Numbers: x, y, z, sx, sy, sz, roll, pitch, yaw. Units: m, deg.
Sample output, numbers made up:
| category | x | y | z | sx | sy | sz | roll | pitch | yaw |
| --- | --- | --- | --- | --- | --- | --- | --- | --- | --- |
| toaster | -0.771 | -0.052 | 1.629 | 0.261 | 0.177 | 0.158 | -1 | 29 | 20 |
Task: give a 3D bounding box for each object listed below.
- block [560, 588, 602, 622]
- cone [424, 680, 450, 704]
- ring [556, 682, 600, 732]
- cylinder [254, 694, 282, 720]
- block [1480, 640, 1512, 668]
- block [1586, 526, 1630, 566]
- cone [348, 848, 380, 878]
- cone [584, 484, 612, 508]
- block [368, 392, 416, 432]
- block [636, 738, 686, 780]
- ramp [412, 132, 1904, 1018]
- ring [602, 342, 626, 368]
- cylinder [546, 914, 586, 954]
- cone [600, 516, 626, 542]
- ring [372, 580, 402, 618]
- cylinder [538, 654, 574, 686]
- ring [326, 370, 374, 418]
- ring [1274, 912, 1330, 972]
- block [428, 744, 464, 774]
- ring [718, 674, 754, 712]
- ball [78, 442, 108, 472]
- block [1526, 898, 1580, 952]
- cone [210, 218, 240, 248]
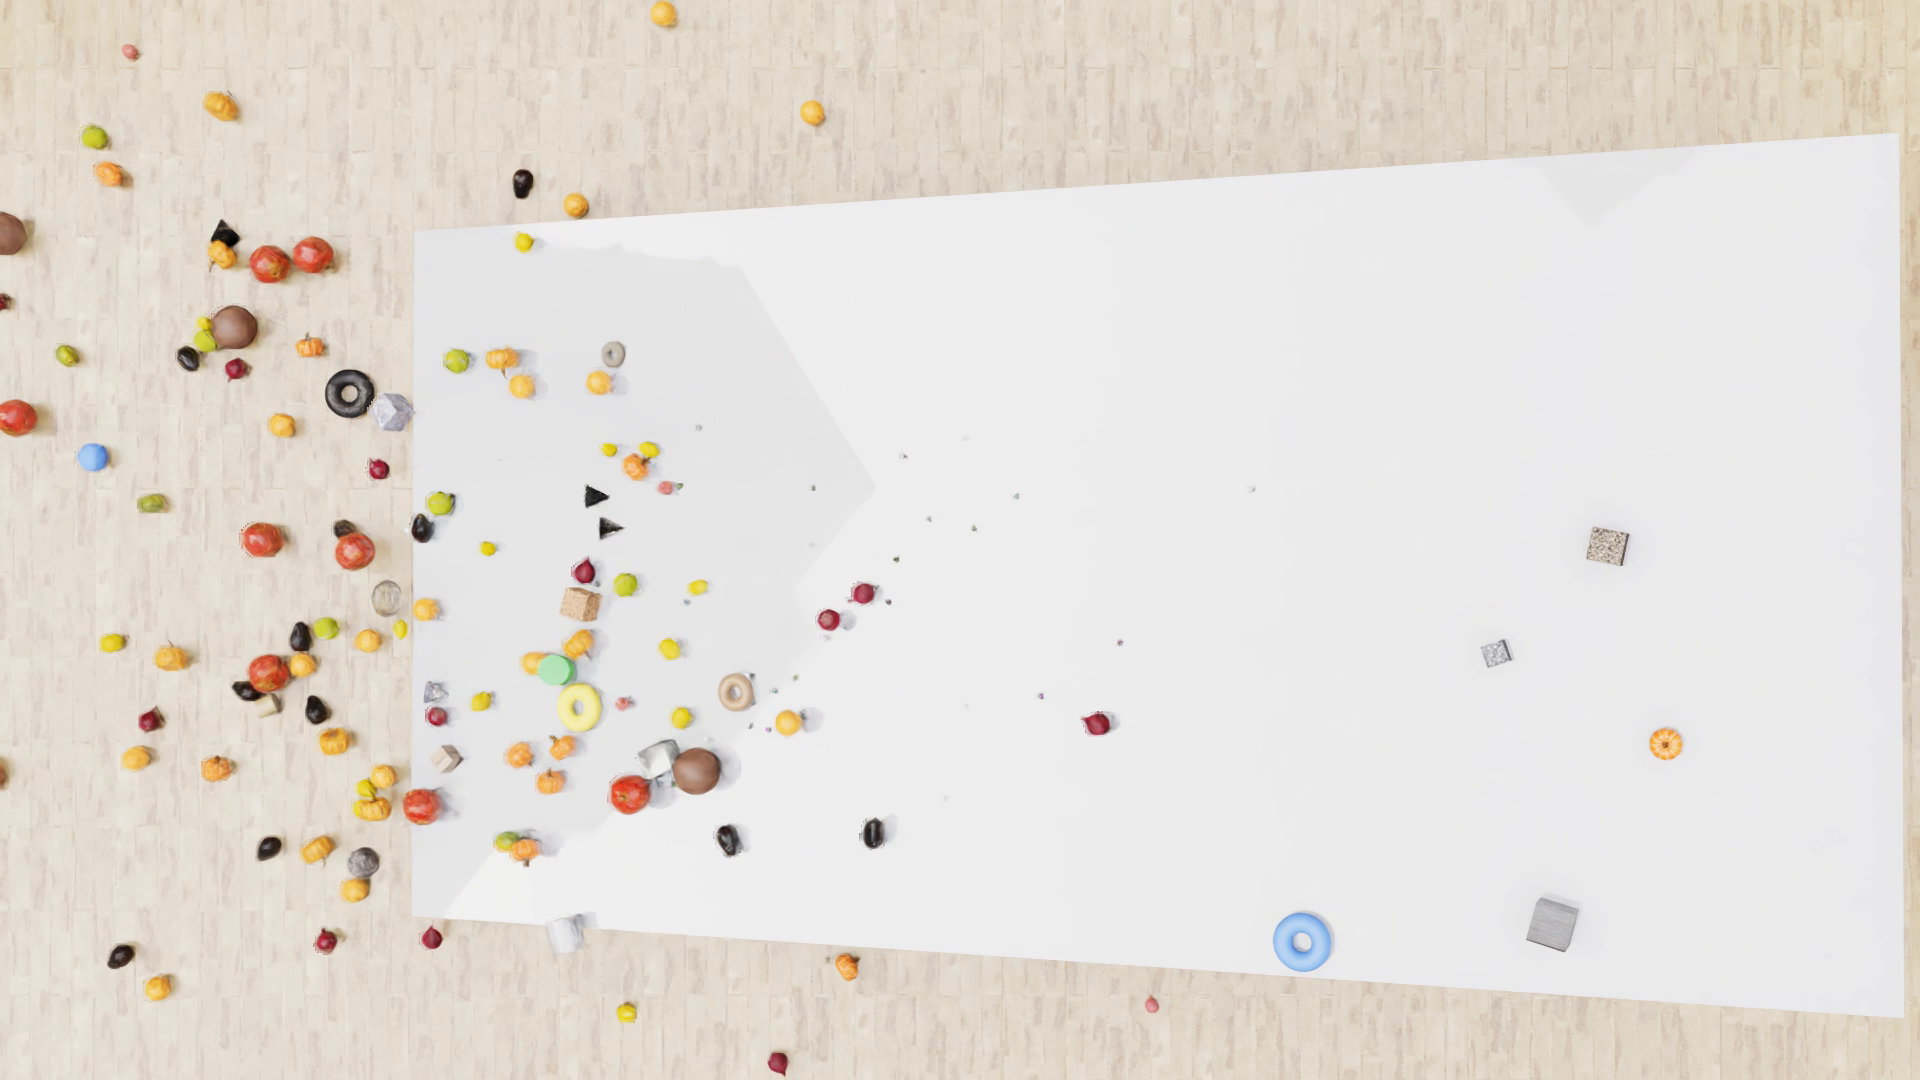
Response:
| category | x | y | z | sx | sy | sz | roll | pitch | yaw |
| --- | --- | --- | --- | --- | --- | --- | --- | --- | --- |
| block | -1.064 | 0.181 | 6.173 | 0.076 | 0.076 | 0.076 | 19 | 96 | 21 |
| cone | -1.510 | 0.446 | 6.368 | 0.071 | 0.071 | 0.071 | 10 | 89 | -5 |
| ring | -1.073 | 0.471 | 6.189 | 0.138 | 0.046 | 0.138 | -1 | 88 | 23 |
| cylinder | -2.042 | 0.490 | 6.482 | 0.059 | 0.059 | 0.059 | -23 | 89 | 0 |
| block | 1.284 | 0.272 | 5.266 | 0.054 | 0.054 | 0.054 | -21 | 82 | 20 |
| block | 1.520 | 0.015 | 5.163 | 0.079 | 0.079 | 0.079 | 12 | 94 | 21 |
| cone | -1.744 | 0.934 | 6.440 | 0.092 | 0.092 | 0.092 | 6 | 68 | -14 |
| cone | -1.016 | -0.121 | 6.182 | 0.071 | 0.071 | 0.071 | 0 | 89 | -5 |
| block | -1.657 | -0.373 | 6.417 | 0.078 | 0.078 | 0.078 | -48 | 68 | 20 |
| block | -0.825 | 0.605 | 6.071 | 0.081 | 0.081 | 0.081 | -29 | 79 | 19 |
| ramp | 0.282 | 0.087 | 5.742 | 4.000 | 0.100 | 2.000 | 0 | 89 | 21 |
| ring | -0.974 | -0.521 | 6.174 | 0.075 | 0.025 | 0.075 | 0 | 91 | 21 |
| cylinder | -1.105 | 1.107 | 6.170 | 0.090 | 0.090 | 0.090 | -14 | 87 | 0 |
| cone | -0.971 | -0.032 | 6.162 | 0.072 | 0.072 | 0.072 | -1 | 89 | -5 |
| ring | -1.683 | 0.173 | 6.459 | 0.112 | 0.037 | 0.112 | 0 | 90 | 34 |
| cylinder | -1.133 | 0.366 | 6.168 | 0.086 | 0.086 | 0.086 | 0 | 85 | -2 |
| ring | -1.804 | -0.433 | 6.499 | 0.147 | 0.049 | 0.147 | 0 | 88 | 1 |
| ring | 0.845 | 0.994 | 5.431 | 0.145 | 0.048 | 0.145 | -1 | 88 | 22 |
| block | -1.482 | 0.631 | 6.340 | 0.057 | 0.057 | 0.057 | -46 | 74 | 15 |
| ring | -0.614 | 0.417 | 6.016 | 0.106 | 0.035 | 0.106 | 0 | 89 | 23 |
| ball | -2.554 | -0.244 | 6.478 | 0.085 | 0.085 | 0.085 | 0 | 89 | 0 |
| block | 1.399 | 0.908 | 5.191 | 0.093 | 0.093 | 0.093 | 16 | 95 | 21 |
| cone | -2.182 | -0.922 | 6.511 | 0.083 | 0.083 | 0.083 | -23 | 58 | 0 |
